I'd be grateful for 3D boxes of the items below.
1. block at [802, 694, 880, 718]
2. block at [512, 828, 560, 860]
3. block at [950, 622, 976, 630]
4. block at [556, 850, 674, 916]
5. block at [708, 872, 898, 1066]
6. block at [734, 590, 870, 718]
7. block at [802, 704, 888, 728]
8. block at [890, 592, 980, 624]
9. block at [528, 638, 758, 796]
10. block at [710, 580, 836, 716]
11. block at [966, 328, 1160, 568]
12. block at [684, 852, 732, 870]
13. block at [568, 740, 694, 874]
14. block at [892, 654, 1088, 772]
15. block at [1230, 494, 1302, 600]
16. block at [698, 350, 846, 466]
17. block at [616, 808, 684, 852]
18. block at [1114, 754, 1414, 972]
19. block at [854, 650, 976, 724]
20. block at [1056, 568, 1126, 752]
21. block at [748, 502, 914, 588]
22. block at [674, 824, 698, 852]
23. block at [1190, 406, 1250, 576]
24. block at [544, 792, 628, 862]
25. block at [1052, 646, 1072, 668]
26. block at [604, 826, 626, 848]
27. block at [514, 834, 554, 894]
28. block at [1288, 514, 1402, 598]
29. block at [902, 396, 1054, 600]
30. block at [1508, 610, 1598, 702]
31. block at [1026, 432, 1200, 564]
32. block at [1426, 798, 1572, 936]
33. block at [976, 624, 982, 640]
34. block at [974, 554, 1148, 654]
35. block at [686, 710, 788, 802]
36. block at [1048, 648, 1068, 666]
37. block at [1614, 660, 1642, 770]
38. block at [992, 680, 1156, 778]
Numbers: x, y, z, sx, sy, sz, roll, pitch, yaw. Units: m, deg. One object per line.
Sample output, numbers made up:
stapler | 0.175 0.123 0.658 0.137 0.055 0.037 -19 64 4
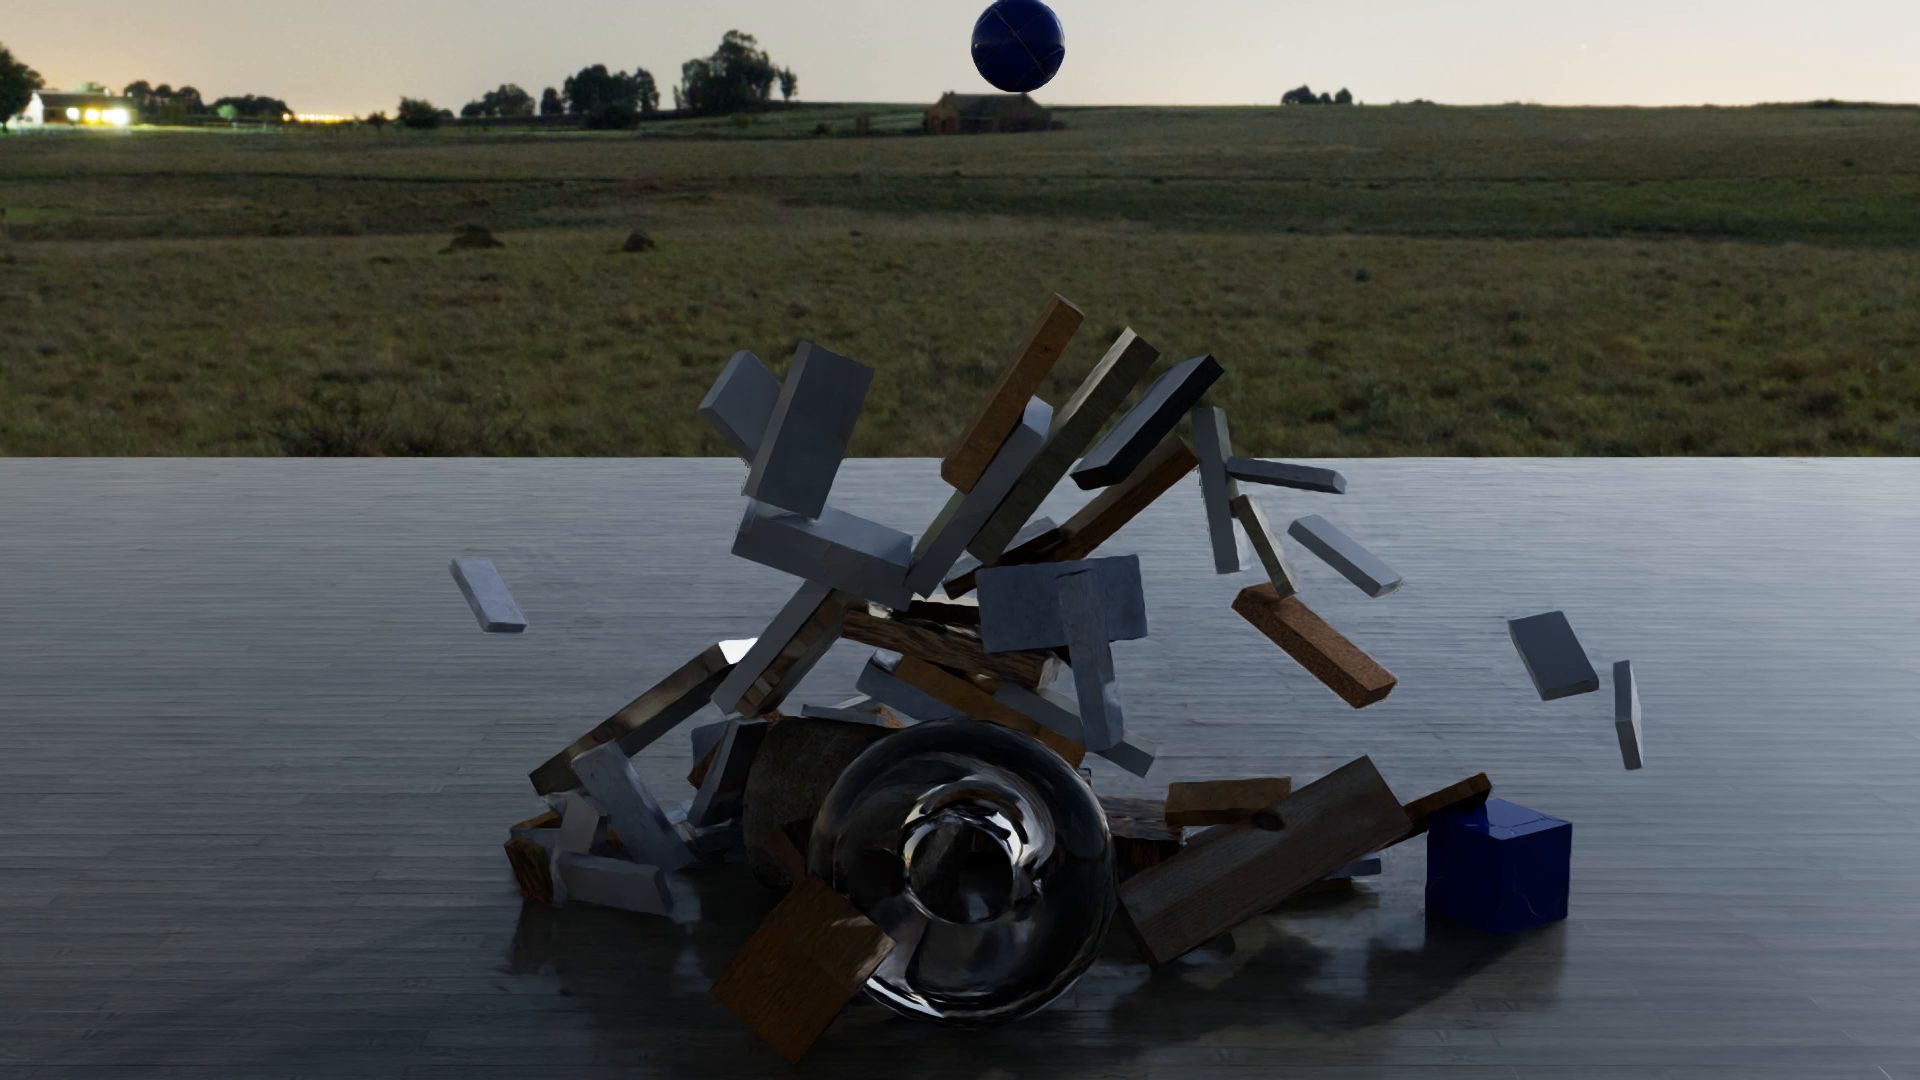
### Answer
block | -0.208 0.299 3.817 0.130 0.018 0.065 -19 6 -16
block | -0.726 0.531 3.835 0.110 0.055 0.016 1 3 2
block | -0.003 0.162 3.709 0.117 0.059 0.017 29 -26 -1
block | -0.561 0.558 3.578 0.183 0.091 0.026 6 42 22
block | -0.214 0.585 3.011 0.154 0.154 0.154 39 26 7
block | -0.254 0.181 3.628 0.029 0.281 0.104 45 16 13
block | -0.192 0.295 3.669 0.130 0.018 0.065 6 -9 15
block | -0.010 0.113 3.622 0.208 0.029 0.104 6 6 -5
block | -0.529 0.303 3.754 0.438 0.042 0.148 -35 -13 20
block | -0.281 0.162 3.648 0.042 0.295 0.148 45 21 13
block | 0.158 -0.150 3.500 0.047 0.428 0.166 38 7 -7
block | -0.446 0.556 3.815 0.095 0.013 0.047 2 11 8
block | -0.543 0.447 3.635 0.091 0.241 0.026 -24 14 33
block | 0.058 0.271 3.627 0.334 0.047 0.165 27 6 4
block | 0.500 0.009 3.577 0.025 0.178 0.089 -28 -7 16
block | -0.305 -0.175 3.589 0.036 0.256 0.128 -7 45 46
block | -0.399 0.483 4.149 0.056 0.016 0.757 9 15 40
block | 0.473 0.500 3.432 0.499 0.136 0.039 -24 -20 -23
block | -0.010 0.288 3.641 0.330 0.047 0.165 27 6 0
block | 0.200 0.180 3.339 0.037 0.265 0.132 -10 0 14
block | -0.204 -0.008 3.523 0.256 0.036 0.128 19 23 -6
block | -0.439 0.520 3.981 0.081 0.023 0.351 9 14 39
block | 0.429 -0.080 3.611 0.038 0.269 0.135 -9 -1 15
block | -0.639 0.498 3.760 0.023 0.161 0.081 -46 17 -14
block | 0.166 0.155 3.566 0.016 0.055 0.110 -5 -40 45
block | -0.634 0.524 3.878 0.110 0.016 0.055 -4 19 11
block | -0.703 0.537 3.629 0.056 0.112 0.016 24 47 26
block | 0.617 0.024 3.524 0.178 0.025 0.089 39 27 23
block | 0.029 -0.072 3.509 0.047 0.331 0.166 34 20 -7
block | 0.931 0.181 3.457 0.086 0.024 0.173 -12 36 1
block | 0.231 -0.036 3.614 0.368 0.038 0.135 -39 10 7
block | 0.872 0.528 3.567 0.159 0.159 0.159 -7 13 -33
block | 0.055 0.151 3.596 0.059 0.017 0.117 13 5 0
block | 0.161 0.101 3.482 0.265 0.132 0.037 -5 -6 -19
block | -0.379 0.374 3.856 0.095 0.027 0.191 29 67 32
block | 0.171 0.172 3.622 0.055 0.016 0.110 -21 -45 36
block | 1.025 0.267 3.377 0.024 0.086 0.173 -10 25 20
block | 0.188 0.295 3.569 0.273 0.039 0.136 28 6 4
